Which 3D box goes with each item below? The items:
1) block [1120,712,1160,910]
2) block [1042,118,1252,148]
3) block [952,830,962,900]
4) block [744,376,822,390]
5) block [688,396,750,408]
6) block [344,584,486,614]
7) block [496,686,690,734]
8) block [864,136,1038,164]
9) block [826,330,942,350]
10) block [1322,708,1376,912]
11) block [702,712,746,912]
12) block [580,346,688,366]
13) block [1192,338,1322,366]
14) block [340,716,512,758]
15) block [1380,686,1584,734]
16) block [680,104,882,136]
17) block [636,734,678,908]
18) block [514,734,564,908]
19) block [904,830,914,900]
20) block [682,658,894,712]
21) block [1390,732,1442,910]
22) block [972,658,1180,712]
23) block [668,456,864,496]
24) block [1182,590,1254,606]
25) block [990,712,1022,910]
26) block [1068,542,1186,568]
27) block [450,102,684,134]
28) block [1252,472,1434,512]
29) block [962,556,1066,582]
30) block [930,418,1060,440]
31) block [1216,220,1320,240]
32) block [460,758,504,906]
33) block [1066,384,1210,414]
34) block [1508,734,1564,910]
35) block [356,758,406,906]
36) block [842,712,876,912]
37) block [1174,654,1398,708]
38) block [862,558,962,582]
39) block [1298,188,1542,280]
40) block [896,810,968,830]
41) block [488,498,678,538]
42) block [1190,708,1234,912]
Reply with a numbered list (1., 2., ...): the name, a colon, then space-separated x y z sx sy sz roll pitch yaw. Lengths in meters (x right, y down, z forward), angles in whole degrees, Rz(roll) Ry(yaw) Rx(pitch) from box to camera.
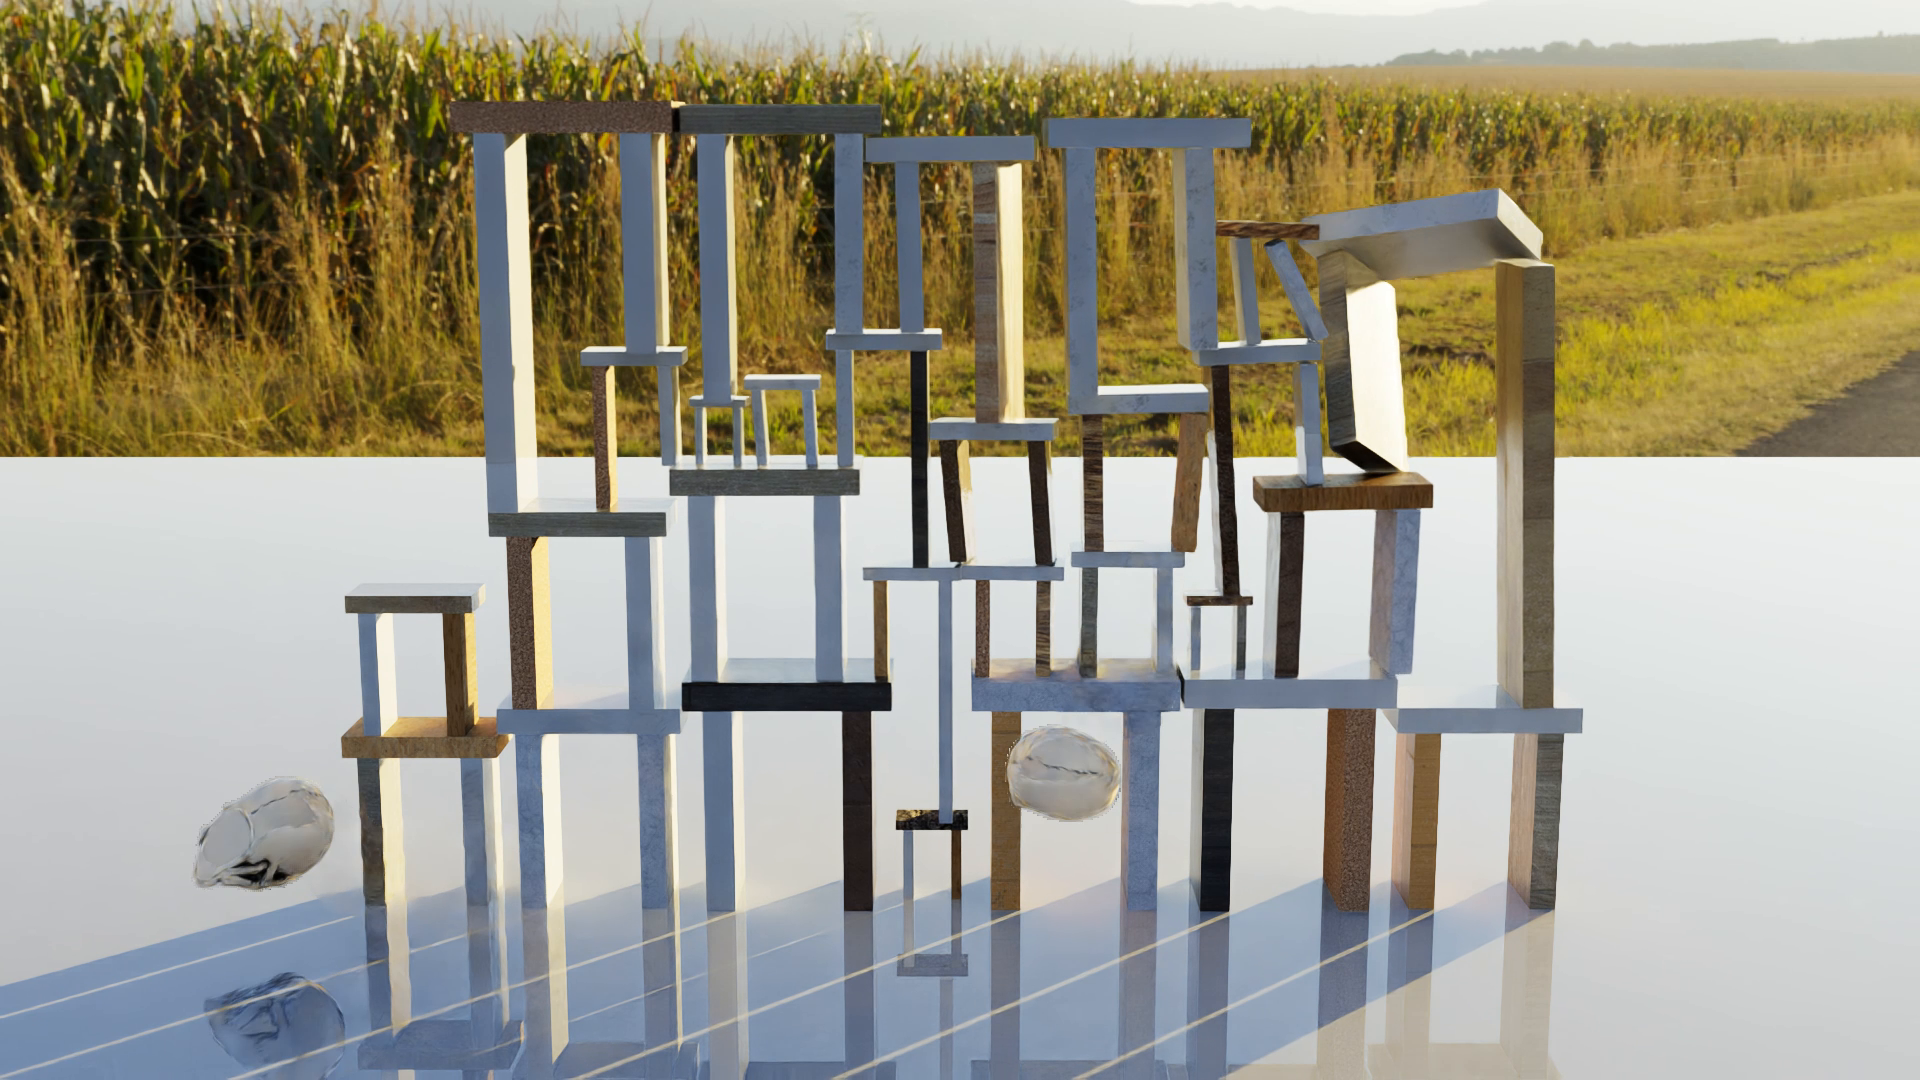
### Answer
1. block: 0.298 0.425 3.643 0.047 0.335 0.167 0 11 0
2. block: 0.288 -0.636 3.440 0.310 0.044 0.155 0 10 -1
3. block: -0.006 0.531 3.661 0.017 0.119 0.059 0 11 0
4. block: -0.283 -0.251 3.509 0.120 0.017 0.060 0 11 -1
5. block: -0.385 -0.222 3.521 0.091 0.013 0.045 1 10 6
6. block: -0.884 0.094 3.574 0.203 0.029 0.102 0 11 0
7. block: -0.598 0.279 3.613 0.295 0.042 0.148 0 11 0
8. block: -0.012 -0.613 3.455 0.264 0.037 0.132 0 9 5
9. block: -0.121 -0.320 3.509 0.183 0.026 0.091 0 10 -1
10. block: 0.643 0.422 3.638 0.048 0.341 0.171 0 11 0
11. block: -0.390 0.425 3.639 0.048 0.336 0.168 0 11 0
12. block: -0.518 -0.293 3.506 0.159 0.023 0.080 0 11 -1
13. block: 0.472 -0.300 3.510 0.192 0.027 0.096 -3 10 -1
14. block: -0.876 0.325 3.624 0.251 0.036 0.126 0 11 0
15. block: 0.853 0.277 3.611 0.297 0.042 0.149 0 11 0
16. block: -0.279 -0.659 3.452 0.309 0.044 0.154 -1 10 -3
17. block: -0.500 0.445 3.643 0.042 0.295 0.148 0 11 0
18. block: -0.697 0.445 3.643 0.042 0.295 0.148 0 11 0
19. block: -0.085 0.531 3.661 0.017 0.119 0.059 0 11 0
20. block: -0.278 0.236 3.604 0.336 0.048 0.168 0 11 0
21. block: 0.754 0.444 3.642 0.042 0.297 0.149 0 11 0
22. block: 0.186 0.237 3.608 0.335 0.047 0.167 0 11 0
23. block: -0.309 -0.104 3.540 0.301 0.043 0.151 0 11 -1
24. block: 0.419 0.093 3.577 0.108 0.015 0.054 0 10 -1
25. block: 0.075 0.425 3.643 0.047 0.335 0.167 0 11 0
26. block: 0.269 0.023 3.563 0.182 0.026 0.091 0 11 0
27. block: -0.609 -0.661 3.438 0.338 0.048 0.169 0 11 0
28. block: 0.614 -0.078 3.541 0.268 0.038 0.134 -1 11 0
29. block: 0.087 0.046 3.545 0.164 0.023 0.082 1 10 4
30. block: 0.057 -0.178 3.522 0.196 0.028 0.098 1 8 9
31. block: 0.479 -0.494 3.498 0.167 0.024 0.084 1 10 -6
32. block: -0.793 0.466 3.650 0.036 0.251 0.126 0 11 0
33. block: 0.283 -0.226 3.521 0.221 0.031 0.111 -1 11 1
34. block: 0.952 0.444 3.642 0.042 0.297 0.148 0 11 0
35. block: -0.960 0.466 3.650 0.036 0.251 0.126 0 11 0
36. block: -0.166 0.425 3.639 0.048 0.336 0.168 0 11 0
37. block: 0.529 0.231 3.602 0.341 0.048 0.171 0 11 0
38. block: -0.077 0.048 3.566 0.157 0.022 0.079 0 11 1
39. block: 0.755 -0.494 3.613 0.349 0.049 0.175 -3 -19 37
40. block: -0.046 0.464 3.649 0.119 0.017 0.059 0 11 0
41. block: -0.605 -0.037 3.548 0.282 0.040 0.141 0 11 0
42. block: 0.416 0.422 3.638 0.048 0.341 0.171 0 11 0
